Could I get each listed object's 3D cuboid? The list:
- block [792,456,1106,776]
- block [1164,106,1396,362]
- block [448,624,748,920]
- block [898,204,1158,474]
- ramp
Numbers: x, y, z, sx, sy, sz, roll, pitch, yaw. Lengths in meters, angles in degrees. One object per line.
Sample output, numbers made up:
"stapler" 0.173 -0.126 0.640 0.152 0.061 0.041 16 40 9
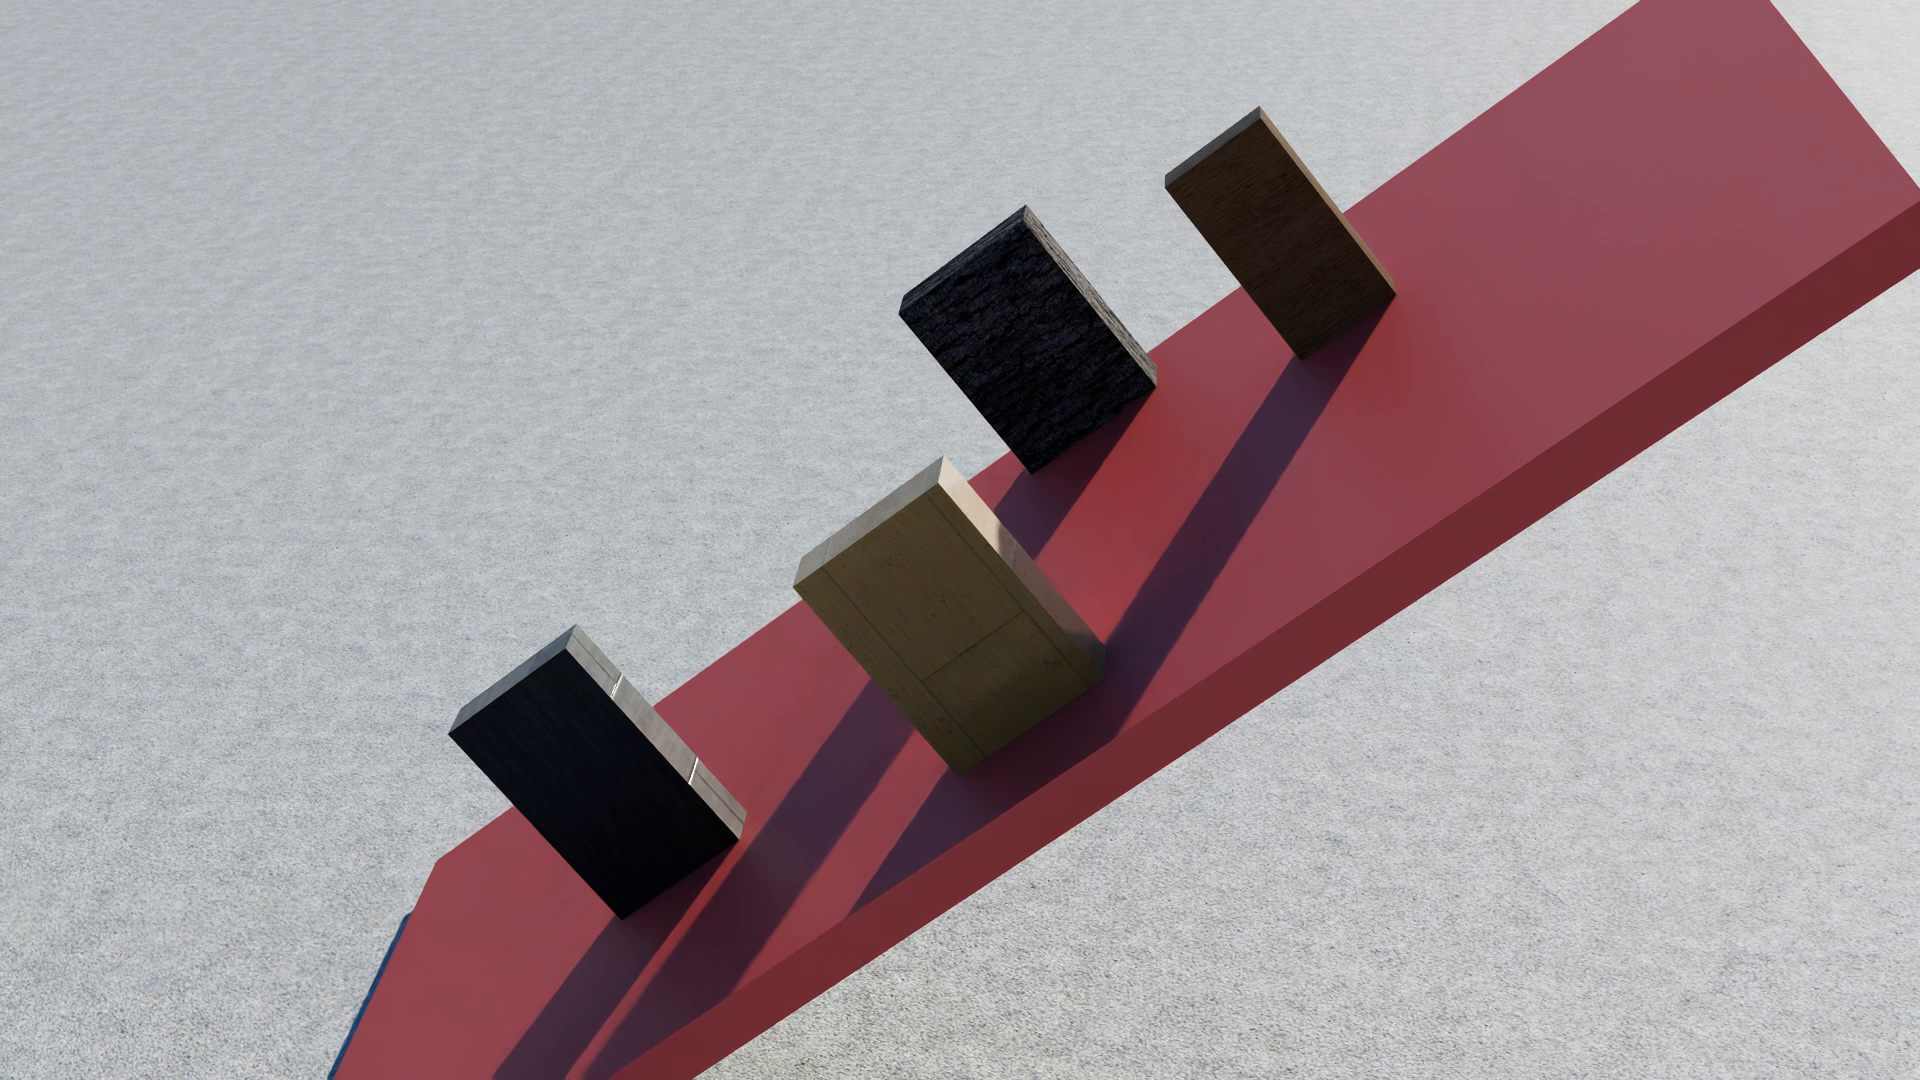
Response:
"block" -0.017 0.148 5.629 0.354 0.503 0.141 -35 16 17
"block" 0.679 -0.647 6.231 0.248 0.483 0.097 -35 16 17
"block" -0.773 0.501 6.306 0.338 0.564 0.122 -35 16 17
"block" 0.162 -0.468 6.901 0.370 0.504 0.138 -35 16 17
"ramp" 0.124 0.183 6.333 4.000 0.100 2.000 -35 16 17
